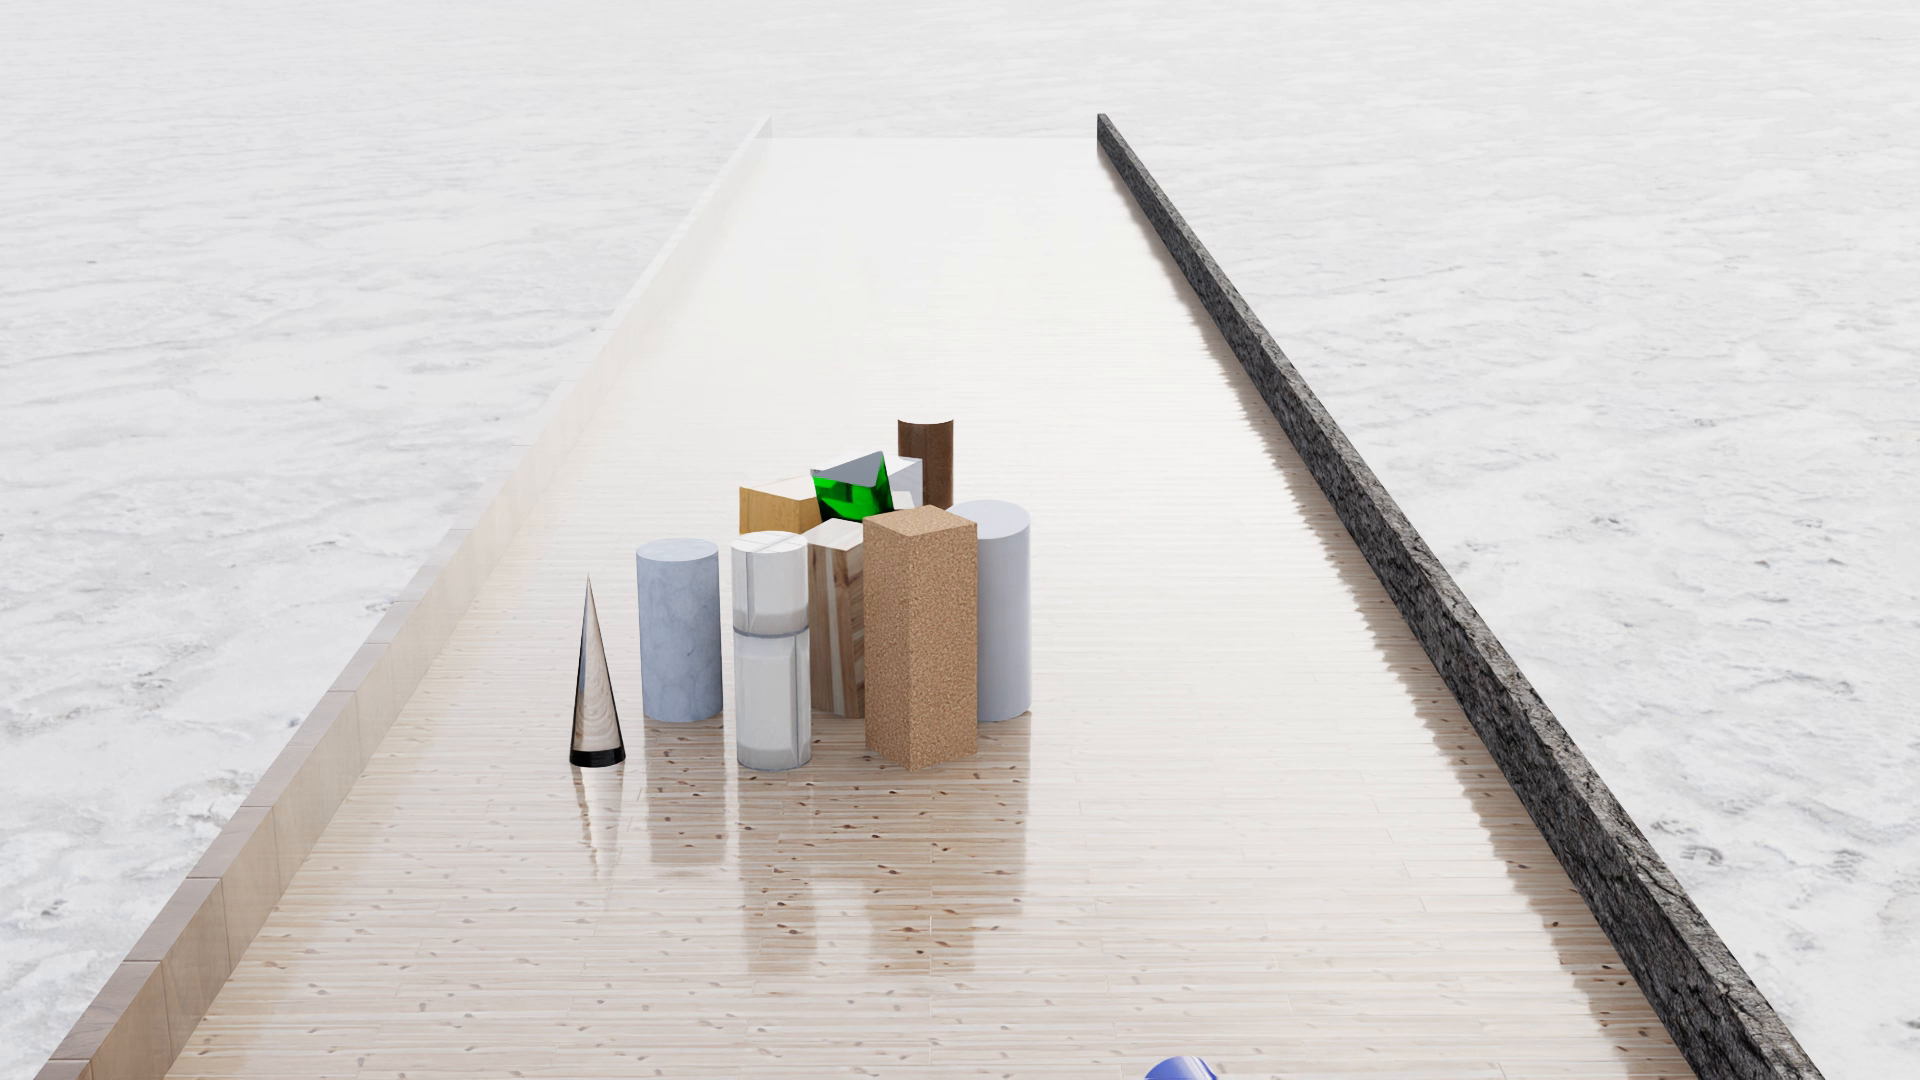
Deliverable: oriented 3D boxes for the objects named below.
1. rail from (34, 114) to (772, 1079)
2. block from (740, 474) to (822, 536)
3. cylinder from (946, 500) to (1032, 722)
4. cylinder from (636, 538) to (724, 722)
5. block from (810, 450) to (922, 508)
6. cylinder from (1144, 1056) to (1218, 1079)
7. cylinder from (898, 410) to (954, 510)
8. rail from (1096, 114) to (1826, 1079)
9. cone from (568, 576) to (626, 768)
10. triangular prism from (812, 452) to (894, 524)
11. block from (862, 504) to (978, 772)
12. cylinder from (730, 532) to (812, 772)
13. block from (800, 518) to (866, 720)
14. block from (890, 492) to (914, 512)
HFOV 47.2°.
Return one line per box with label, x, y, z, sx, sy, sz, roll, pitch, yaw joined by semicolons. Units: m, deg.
rail;-1.118;-0.838;7.780;0.050;0.150;12.000;0;17;-1
block;-0.327;0.062;4.399;0.162;0.346;0.162;13;18;37
cylinder;0.051;0.132;4.077;0.164;0.380;0.164;-1;27;1
cylinder;-0.524;0.167;4.116;0.152;0.313;0.152;0;17;0
block;-0.196;-0.001;4.651;0.173;0.331;0.173;8;18;25
cylinder;0.317;0.743;2.544;0.104;0.104;0.403;-4;17;-13
cylinder;-0.075;-0.090;4.873;0.125;0.374;0.125;0;17;0
rail;0.932;-0.844;7.801;0.050;0.150;12.000;0;17;-1
cone;-0.647;0.221;3.874;0.101;0.348;0.101;0;17;0
triangular prism;-0.150;0.052;4.239;0.145;0.444;0.125;11;35;34
block;-0.070;0.172;3.896;0.144;0.430;0.144;-11;20;-34
cylinder;-0.331;0.195;3.866;0.133;0.401;0.133;0;17;0
block;-0.215;0.147;4.124;0.126;0.338;0.126;11;25;32
block;-0.153;0.075;4.389;0.109;0.326;0.109;-1;20;-7
